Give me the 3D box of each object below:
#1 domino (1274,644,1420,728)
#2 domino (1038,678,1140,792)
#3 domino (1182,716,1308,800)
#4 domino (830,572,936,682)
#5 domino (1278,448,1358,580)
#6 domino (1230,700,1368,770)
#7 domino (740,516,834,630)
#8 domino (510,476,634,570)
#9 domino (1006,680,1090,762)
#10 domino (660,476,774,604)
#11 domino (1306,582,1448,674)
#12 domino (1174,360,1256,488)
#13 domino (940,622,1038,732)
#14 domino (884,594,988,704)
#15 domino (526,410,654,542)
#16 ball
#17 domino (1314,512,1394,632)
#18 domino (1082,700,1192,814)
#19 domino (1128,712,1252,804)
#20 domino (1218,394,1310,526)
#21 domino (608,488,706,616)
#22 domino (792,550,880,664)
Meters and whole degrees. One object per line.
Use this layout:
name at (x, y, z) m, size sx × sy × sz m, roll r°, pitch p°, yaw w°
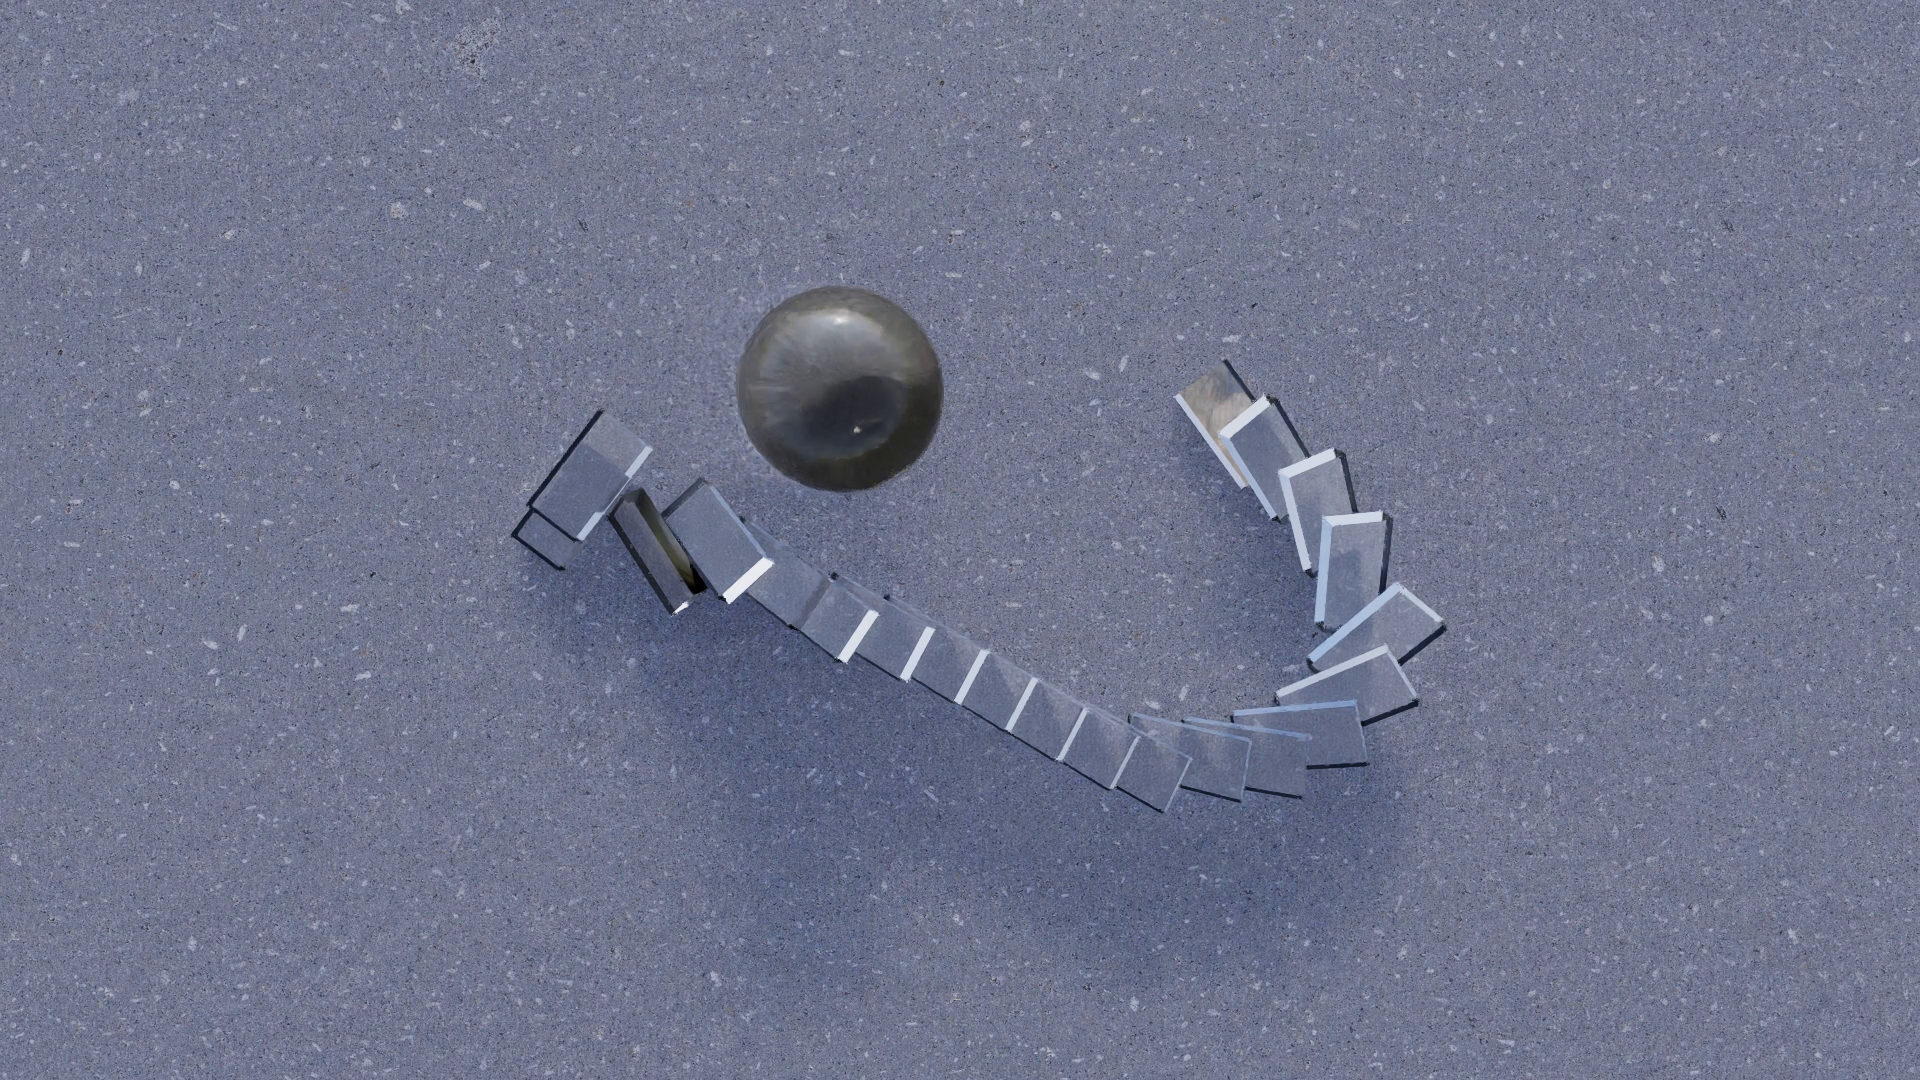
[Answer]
domino at (0.161, 0.066, 0.384) m, size 0.050 × 0.009 × 0.025 m, roll -32°, pitch 90°, yaw 28°
domino at (0.047, 0.081, 0.385) m, size 0.050 × 0.009 × 0.025 m, roll 27°, pitch 91°, yaw 24°
domino at (0.118, 0.091, 0.385) m, size 0.050 × 0.010 × 0.025 m, roll 4°, pitch 91°, yaw 26°
domino at (-0.038, 0.036, 0.386) m, size 0.050 × 0.010 × 0.025 m, roll 28°, pitch 90°, yaw 24°
domino at (0.153, -0.011, 0.386) m, size 0.025 × 0.010 × 0.050 m, roll -23°, pitch 113°, yaw 0°
domino at (0.142, 0.083, 0.385) m, size 0.050 × 0.009 × 0.025 m, roll -11°, pitch 90°, yaw 26°
domino at (-0.080, 0.014, 0.386) m, size 0.050 × 0.009 × 0.025 m, roll 33°, pitch 90°, yaw 24°
domino at (-0.167, -0.015, 0.395) m, size 0.025 × 0.010 × 0.050 m, roll 37°, pitch 90°, yaw 0°
domino at (0.026, 0.069, 0.385) m, size 0.050 × 0.010 × 0.025 m, roll 27°, pitch 90°, yaw 24°
domino at (-0.103, 0.000, 0.386) m, size 0.025 × 0.009 × 0.050 m, roll -42°, pitch 67°, yaw 0°
domino at (0.173, 0.043, 0.384) m, size 0.025 × 0.010 × 0.050 m, roll 39°, pitch 118°, yaw -1°
domino at (0.118, -0.050, 0.395) m, size 0.025 × 0.009 × 0.050 m, roll -36°, pitch 90°, yaw 0°
domino at (0.005, 0.057, 0.386) m, size 0.050 × 0.010 × 0.025 m, roll 28°, pitch 90°, yaw 24°
domino at (-0.016, 0.046, 0.386) m, size 0.050 × 0.009 × 0.025 m, roll 28°, pitch 90°, yaw 24°
domino at (-0.156, -0.027, 0.386) m, size 0.025 × 0.010 × 0.050 m, roll 37°, pitch 90°, yaw 0°
ball at (-0.047, -0.058, 0.360) m, size 0.080 × 0.080 × 0.080 m, roll 0°, pitch 90°, yaw 0°
domino at (0.165, 0.014, 0.386) m, size 0.025 × 0.010 × 0.050 m, roll -5°, pitch 114°, yaw 0°
domino at (0.069, 0.091, 0.385) m, size 0.050 × 0.009 × 0.025 m, roll 26°, pitch 91°, yaw 25°
domino at (0.094, 0.091, 0.385) m, size 0.050 × 0.009 × 0.025 m, roll 9°, pitch 90°, yaw 26°
domino at (0.132, -0.033, 0.384) m, size 0.025 × 0.009 × 0.050 m, roll -39°, pitch 114°, yaw 1°
domino at (-0.128, 0.005, 0.387) m, size 0.010 × 0.025 × 0.050 m, roll -33°, pitch 90°, yaw -40°
domino at (-0.061, 0.027, 0.386) m, size 0.050 × 0.010 × 0.025 m, roll 33°, pitch 90°, yaw 24°
